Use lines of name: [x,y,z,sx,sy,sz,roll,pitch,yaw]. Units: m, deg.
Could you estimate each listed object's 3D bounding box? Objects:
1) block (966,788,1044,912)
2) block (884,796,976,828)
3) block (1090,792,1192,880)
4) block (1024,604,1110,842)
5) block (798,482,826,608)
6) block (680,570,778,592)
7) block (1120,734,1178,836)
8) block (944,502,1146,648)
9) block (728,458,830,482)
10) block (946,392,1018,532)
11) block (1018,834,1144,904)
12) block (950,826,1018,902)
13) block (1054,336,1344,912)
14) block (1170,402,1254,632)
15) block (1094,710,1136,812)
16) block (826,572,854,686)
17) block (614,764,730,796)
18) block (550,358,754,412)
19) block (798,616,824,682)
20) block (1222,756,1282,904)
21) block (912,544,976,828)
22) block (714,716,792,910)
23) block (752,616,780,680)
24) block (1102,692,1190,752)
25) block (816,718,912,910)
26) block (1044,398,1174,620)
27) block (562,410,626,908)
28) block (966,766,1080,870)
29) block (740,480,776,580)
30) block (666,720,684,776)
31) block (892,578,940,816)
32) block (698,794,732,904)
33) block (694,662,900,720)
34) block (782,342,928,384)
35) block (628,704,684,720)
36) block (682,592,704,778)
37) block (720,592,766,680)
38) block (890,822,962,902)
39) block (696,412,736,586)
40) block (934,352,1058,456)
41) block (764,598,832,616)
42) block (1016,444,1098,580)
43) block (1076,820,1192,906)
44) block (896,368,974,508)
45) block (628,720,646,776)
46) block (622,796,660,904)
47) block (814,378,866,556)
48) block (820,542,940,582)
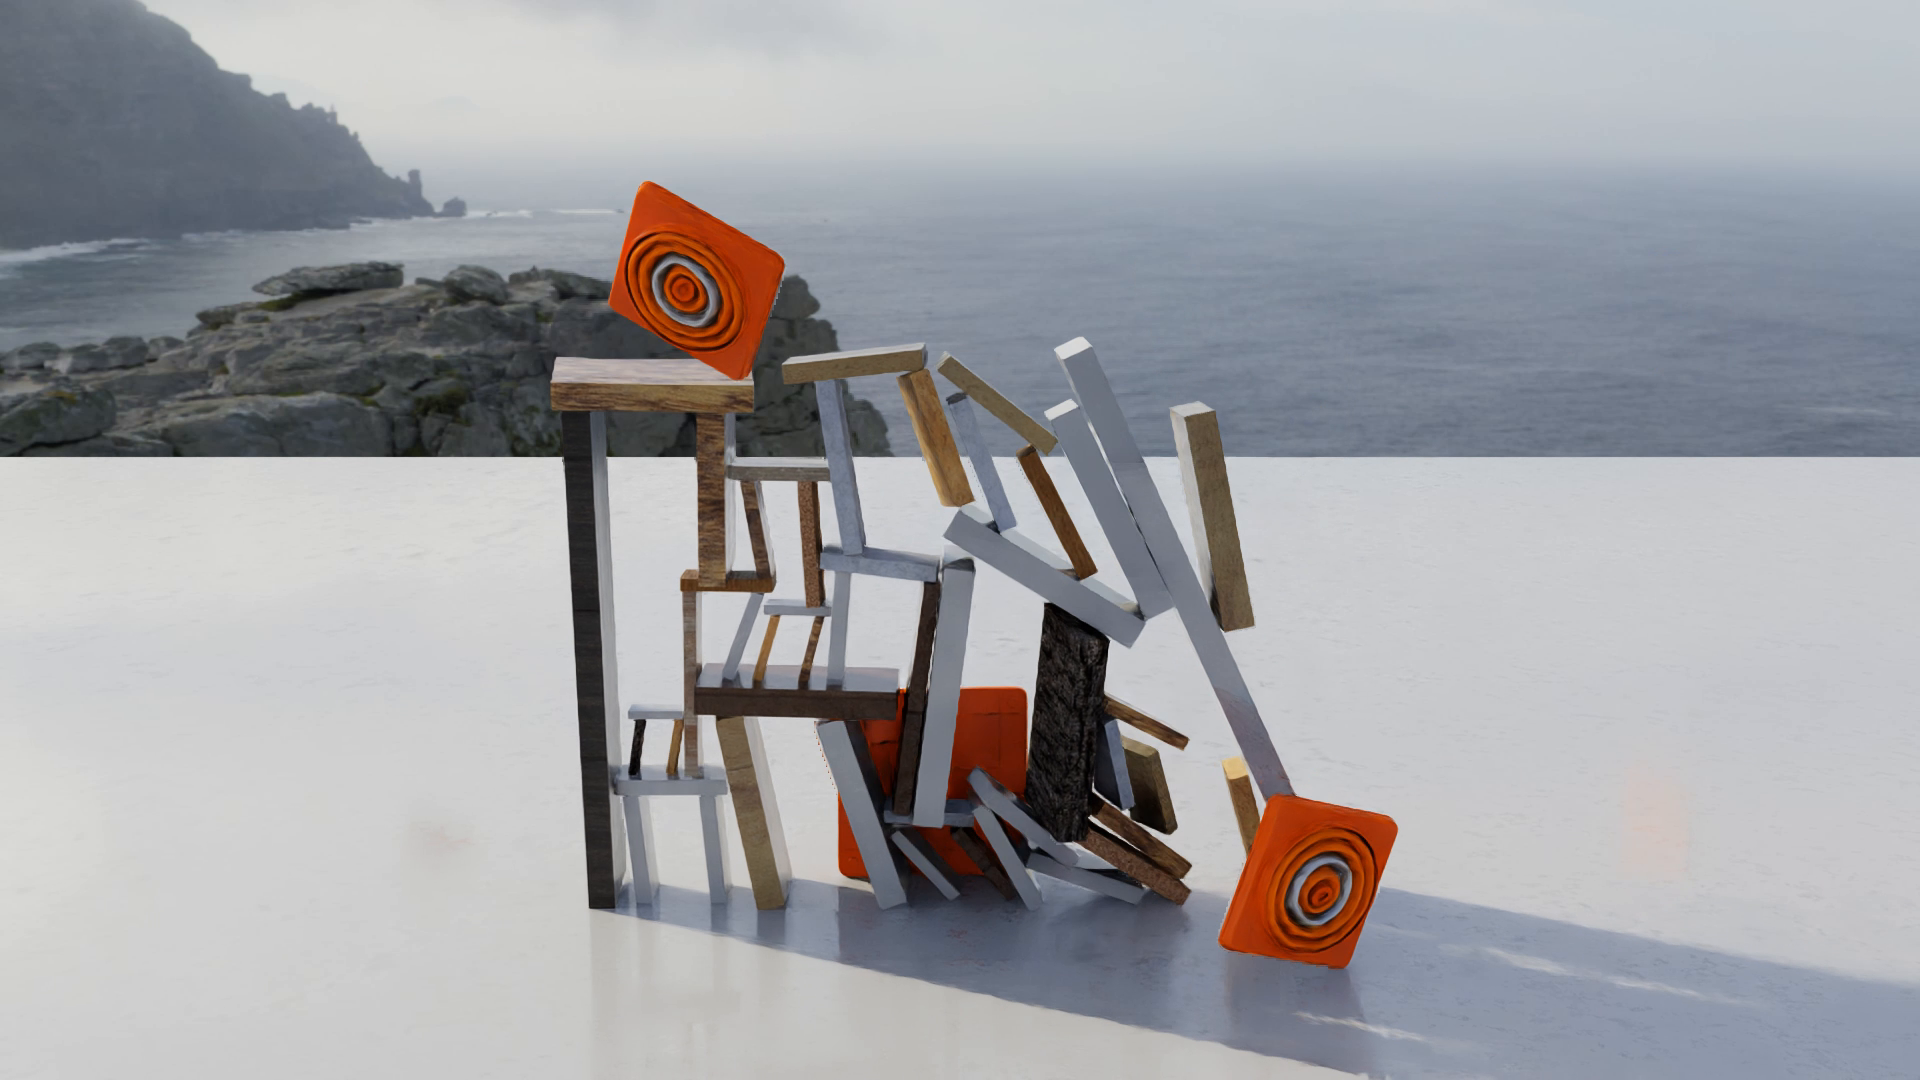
block: [0.074,0.504,3.606,0.028,0.201,0.100,-29,13,1]
block: [-0.050,0.449,3.643,0.149,0.021,0.075,3,12,0]
block: [0.277,0.477,3.633,0.222,0.031,0.111,38,-3,-30]
block: [0.170,0.292,3.535,0.049,0.343,0.171,0,18,-17]
block: [-0.240,0.001,3.557,0.023,0.205,0.080,-3,10,4]
block: [-0.376,0.066,3.574,0.149,0.021,0.075,0,11,1]
block: [0.306,0.406,3.641,0.084,0.168,0.024,18,45,44]
block: [0.136,0.053,3.518,0.343,0.049,0.171,31,7,-1]
block: [-0.287,-0.113,3.535,0.160,0.023,0.080,1,11,0]
block: [0.034,-0.126,3.491,0.031,0.217,0.108,-22,11,1]
block: [0.200,0.543,3.646,0.201,0.028,0.100,20,9,-9]
block: [0.039,0.527,3.654,0.021,0.149,0.075,-39,9,5]
block: [0.388,0.137,3.576,0.050,0.996,0.175,-25,10,3]
block: [0.407,-0.040,3.557,0.050,0.351,0.176,-12,9,-1]
block: [0.237,0.350,3.566,0.024,0.168,0.084,-25,28,-21]
block: [-0.195,0.134,3.586,0.027,0.187,0.094,5,11,0]
block: [-0.473,0.395,3.631,0.184,0.026,0.092,0,11,-1]
block: [-0.474,-0.240,3.400,0.303,0.043,0.152,0,19,-8]
block: [-0.241,0.172,3.588,0.016,0.110,0.055,15,10,-3]
block: [0.483,0.481,3.648,0.031,0.222,0.111,-15,10,2]
block: [-0.028,0.235,3.569,0.049,0.426,0.171,7,12,-3]
block: [-0.340,0.429,3.641,0.046,0.325,0.162,-11,10,2]
block: [-0.314,0.170,3.588,0.016,0.110,0.055,17,10,-3]
block: [0.282,0.285,3.545,0.168,0.024,0.084,28,2,-21]
block: [-0.158,0.431,3.642,0.046,0.325,0.162,-18,10,4]
block: [0.238,-0.052,3.520,0.050,0.351,0.176,-26,7,3]
block: [-0.585,0.179,3.534,0.043,0.845,0.152,0,19,-1]
block: [0.103,0.450,3.562,0.201,0.028,0.100,40,3,-25]
block: [-0.325,-0.022,3.551,0.023,0.160,0.080,-9,10,2]
block: [-0.469,0.335,3.624,0.013,0.094,0.047,10,10,-2]
block: [-0.073,0.250,3.589,0.027,0.388,0.094,7,12,-5]
block: [-0.405,0.499,3.651,0.026,0.184,0.092,-5,10,1]
block: [-0.264,0.247,3.607,0.325,0.046,0.162,2,11,0]
block: [-0.166,-0.281,3.497,0.221,0.031,0.111,-6,10,4]
block: [-0.496,0.282,3.615,0.094,0.013,0.047,0,10,0]
block: [-0.438,0.229,3.605,0.021,0.311,0.075,1,11,0]
block: [-0.352,0.149,3.590,0.021,0.149,0.075,20,10,-4]
block: [-0.056,0.529,3.656,0.021,0.149,0.075,-42,6,9]
block: [-0.390,-0.094,3.524,0.043,0.303,0.152,2,19,0]
block: [0.057,-0.216,3.473,0.217,0.031,0.108,37,5,-8]
block: [-0.262,0.109,3.576,0.110,0.016,0.055,1,11,0]
block: [0.153,-0.046,3.503,0.031,0.217,0.108,-27,9,3]
block: [0.269,0.521,3.627,0.222,0.031,0.111,33,1,-17]
block: [-0.040,-0.162,3.507,0.031,0.221,0.111,-21,7,-12]
block: [-0.531,0.335,3.624,0.013,0.094,0.047,9,10,-2]
block: [-0.529,0.499,3.651,0.026,0.184,0.092,-6,10,1]
block: [-0.191,-0.124,3.534,0.031,0.282,0.111,-9,10,2]
block: [-0.128,0.036,3.560,0.187,0.027,0.094,7,11,2]
